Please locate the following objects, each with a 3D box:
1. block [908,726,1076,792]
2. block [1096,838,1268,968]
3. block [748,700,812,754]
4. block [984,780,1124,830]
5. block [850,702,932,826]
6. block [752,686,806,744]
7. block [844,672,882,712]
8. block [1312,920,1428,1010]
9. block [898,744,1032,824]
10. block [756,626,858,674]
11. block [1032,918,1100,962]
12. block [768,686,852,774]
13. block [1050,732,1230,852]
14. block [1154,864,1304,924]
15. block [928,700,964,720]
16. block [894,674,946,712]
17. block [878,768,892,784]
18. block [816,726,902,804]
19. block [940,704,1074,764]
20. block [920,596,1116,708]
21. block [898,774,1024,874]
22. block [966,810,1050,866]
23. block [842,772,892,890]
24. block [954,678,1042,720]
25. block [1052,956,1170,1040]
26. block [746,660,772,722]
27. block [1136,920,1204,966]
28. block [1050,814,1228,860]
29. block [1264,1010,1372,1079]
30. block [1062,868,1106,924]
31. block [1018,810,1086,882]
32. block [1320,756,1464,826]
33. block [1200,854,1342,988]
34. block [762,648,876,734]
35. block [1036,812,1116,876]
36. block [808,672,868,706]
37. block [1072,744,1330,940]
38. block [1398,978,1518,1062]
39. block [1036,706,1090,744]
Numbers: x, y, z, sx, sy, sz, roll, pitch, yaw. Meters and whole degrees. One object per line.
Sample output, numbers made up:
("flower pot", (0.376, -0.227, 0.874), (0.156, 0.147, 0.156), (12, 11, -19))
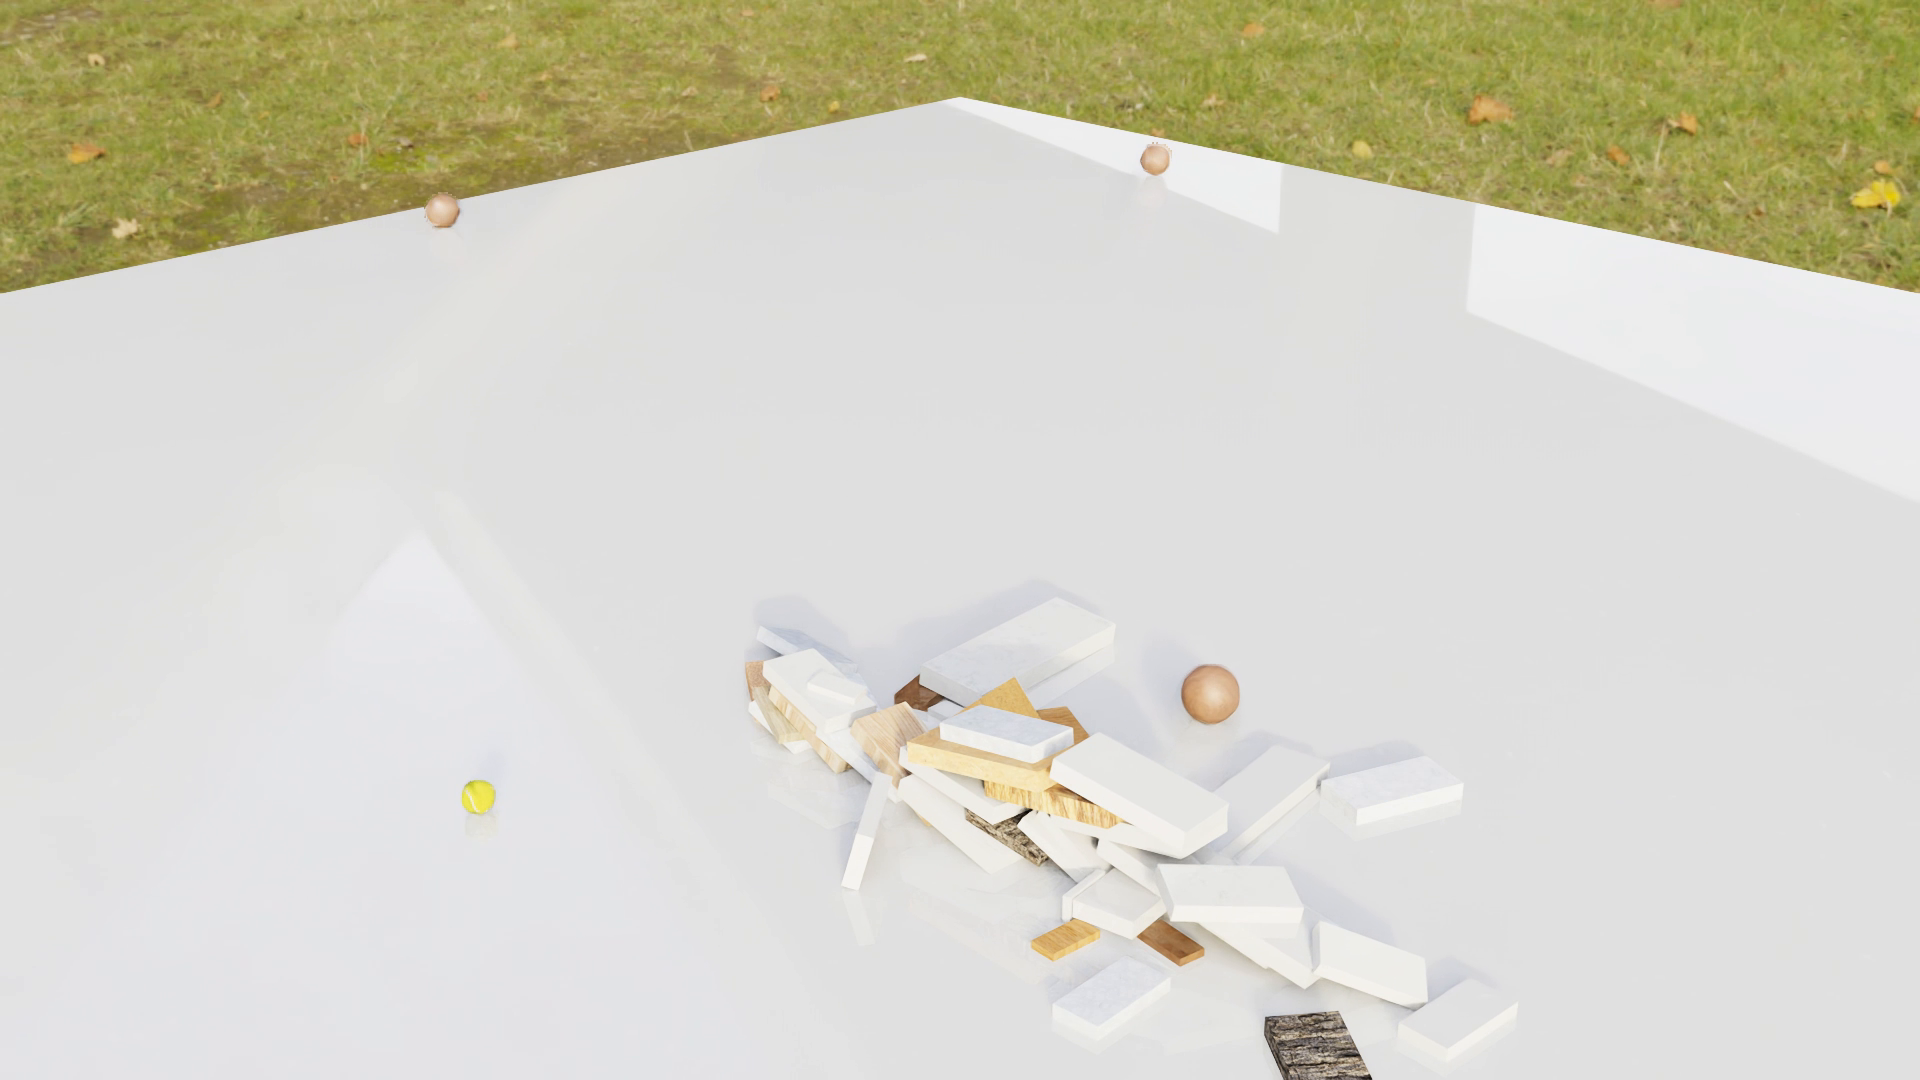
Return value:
("block", (0.069, 0.418, 4.286), (0.323, 0.042, 0.149), (9, 20, 38))
("block", (0.457, 0.643, 4.083), (0.408, 0.043, 0.151), (31, 34, 35))
("block", (-0.373, 0.394, 4.753), (0.084, 0.024, 0.168), (-19, 43, -37))
("block", (0.209, 0.476, 4.200), (0.299, 0.042, 0.149), (10, 21, 41))
("block", (-0.089, 0.456, 4.495), (0.137, 0.039, 0.274), (-17, 52, -38))
("block", (-0.379, 0.372, 4.740), (0.084, 0.024, 0.168), (-7, 36, -24))
("block", (-0.249, 0.365, 4.858), (0.117, 0.033, 0.234), (-7, 24, -16))
("block", (0.716, 0.744, 3.843), (0.206, 0.029, 0.101), (21, 37, -8))
("block", (0.022, 0.466, 4.355), (0.137, 0.039, 0.274), (-16, 33, -41))
("block", (-0.353, 0.257, 5.058), (0.117, 0.033, 0.234), (10, 11, -43))
("block", (0.193, 0.730, 4.019), (0.118, 0.017, 0.059), (-19, 29, -37))
("block", (-0.284, 0.385, 4.693), (0.126, 0.036, 0.252), (-17, 49, -38))
("block", (0.332, 0.464, 4.077), (0.299, 0.042, 0.149), (27, 31, 30))
("block", (0.480, 0.632, 3.935), (0.241, 0.034, 0.121), (3, 28, -13))
("block", (-0.011, 0.386, 4.831), (0.056, 0.016, 0.113), (-21, 31, -40))
("block", (-0.065, 0.330, 4.953), (0.084, 0.024, 0.189), (12, 26, 25))
("block", (-0.140, 0.459, 4.525), (0.056, 0.016, 0.112), (1, 36, -17))
("block", (-0.170, 0.442, 4.589), (0.126, 0.036, 0.252), (-21, 47, -41))
("block", (0.090, 0.377, 4.286), (0.241, 0.034, 0.121), (11, 21, 42))
("block", (0.137, 0.259, 5.047), (0.176, 0.050, 0.502), (24, 31, 33))
("block", (0.019, 0.542, 4.346), (0.137, 0.039, 0.274), (-21, 45, -40))
("block", (0.109, 0.561, 4.288), (0.180, 0.026, 0.090), (30, 37, 25))
("block", (-0.180, 0.563, 4.273), (0.034, 0.121, 0.241), (17, 24, 0))
("block", (0.100, 0.429, 4.570), (0.176, 0.050, 0.353), (-33, 28, 0))
("block", (0.266, 0.798, 3.842), (0.101, 0.029, 0.203), (20, 30, 38))
("block", (-0.412, 0.335, 4.930), (0.117, 0.033, 0.234), (-4, 23, -10))
("block", (0.384, 0.734, 4.009), (0.059, 0.017, 0.118), (-16, 28, -33))
("block", (0.336, 0.525, 4.153), (0.302, 0.043, 0.151), (9, 20, 39))
("block", (0.602, 0.877, 3.647), (0.130, 0.037, 0.259), (-3, 23, -7))
("block", (0.232, 0.667, 4.113), (0.017, 0.059, 0.118), (16, 28, 33))
("block", (0.205, 0.586, 4.239), (0.180, 0.025, 0.090), (42, 39, 16))
("block", (0.885, 0.512, 4.507), (0.259, 0.037, 0.130), (-10, 25, -23))
("block", (0.541, 0.681, 3.947), (0.301, 0.043, 0.151), (29, 33, 33))
("block", (-0.300, 0.319, 4.678), (0.126, 0.036, 0.252), (-14, 35, -33))
("block", (0.237, 0.576, 4.230), (0.090, 0.025, 0.180), (-17, 57, -44))
("block", (-0.259, 0.313, 4.644), (0.112, 0.016, 0.056), (17, 30, 19))
("block", (0.489, 0.580, 4.324), (0.130, 0.037, 0.781), (16, 26, 33))
("block", (0.857, 0.824, 3.783), (0.202, 0.029, 0.101), (-19, 30, -38))
("block", (0.199, 0.460, 4.613), (0.176, 0.050, 0.353), (-7, 24, -16))
